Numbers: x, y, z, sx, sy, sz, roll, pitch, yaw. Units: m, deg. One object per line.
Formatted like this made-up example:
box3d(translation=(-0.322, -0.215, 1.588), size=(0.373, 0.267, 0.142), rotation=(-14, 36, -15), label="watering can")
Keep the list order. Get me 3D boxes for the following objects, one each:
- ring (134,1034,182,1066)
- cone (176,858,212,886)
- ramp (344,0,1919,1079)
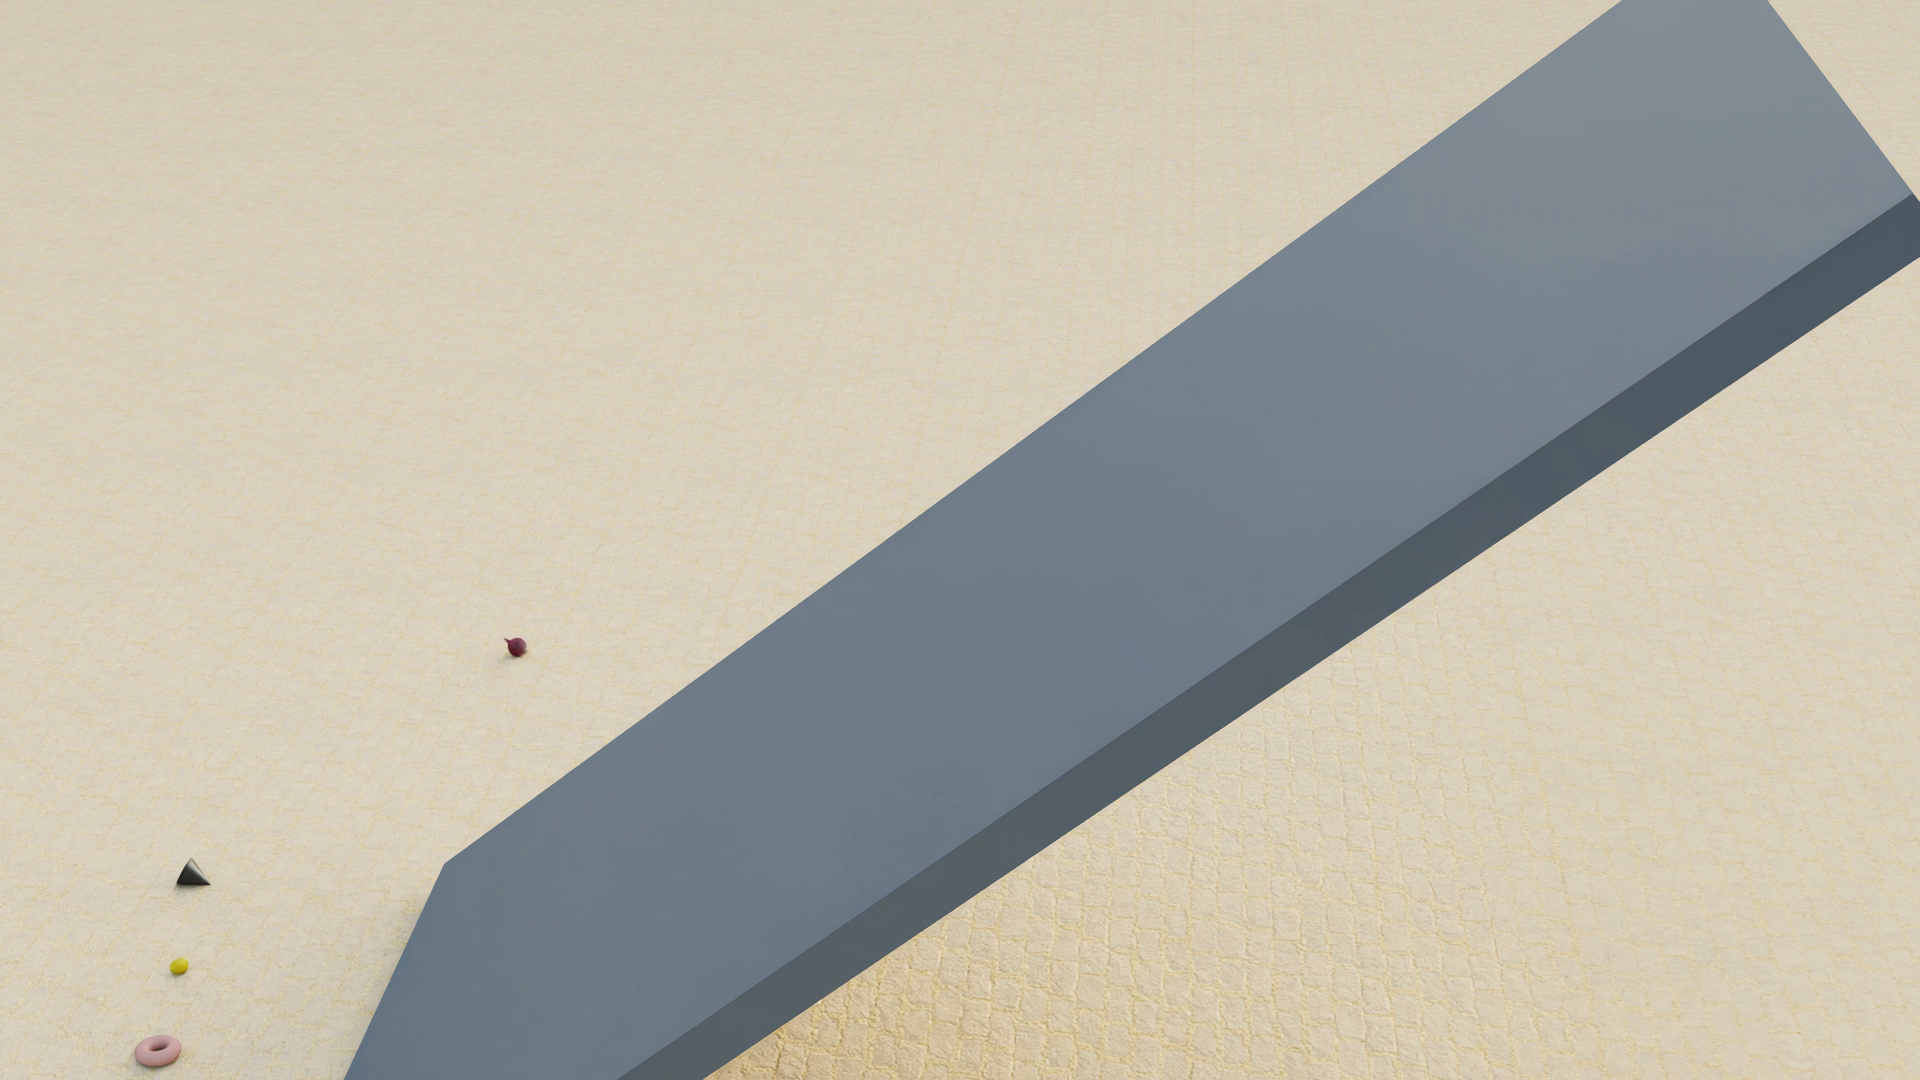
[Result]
box3d(translation=(-1.949, 1.241, 7.148), size=(0.112, 0.037, 0.112), rotation=(-1, 23, 0), label="ring")
box3d(translation=(-2.048, 0.908, 7.903), size=(0.082, 0.082, 0.082), rotation=(28, 26, -2), label="cone")
box3d(translation=(0.120, 0.185, 6.341), size=(4.000, 0.100, 2.000), rotation=(-36, 16, 18), label="ramp")
